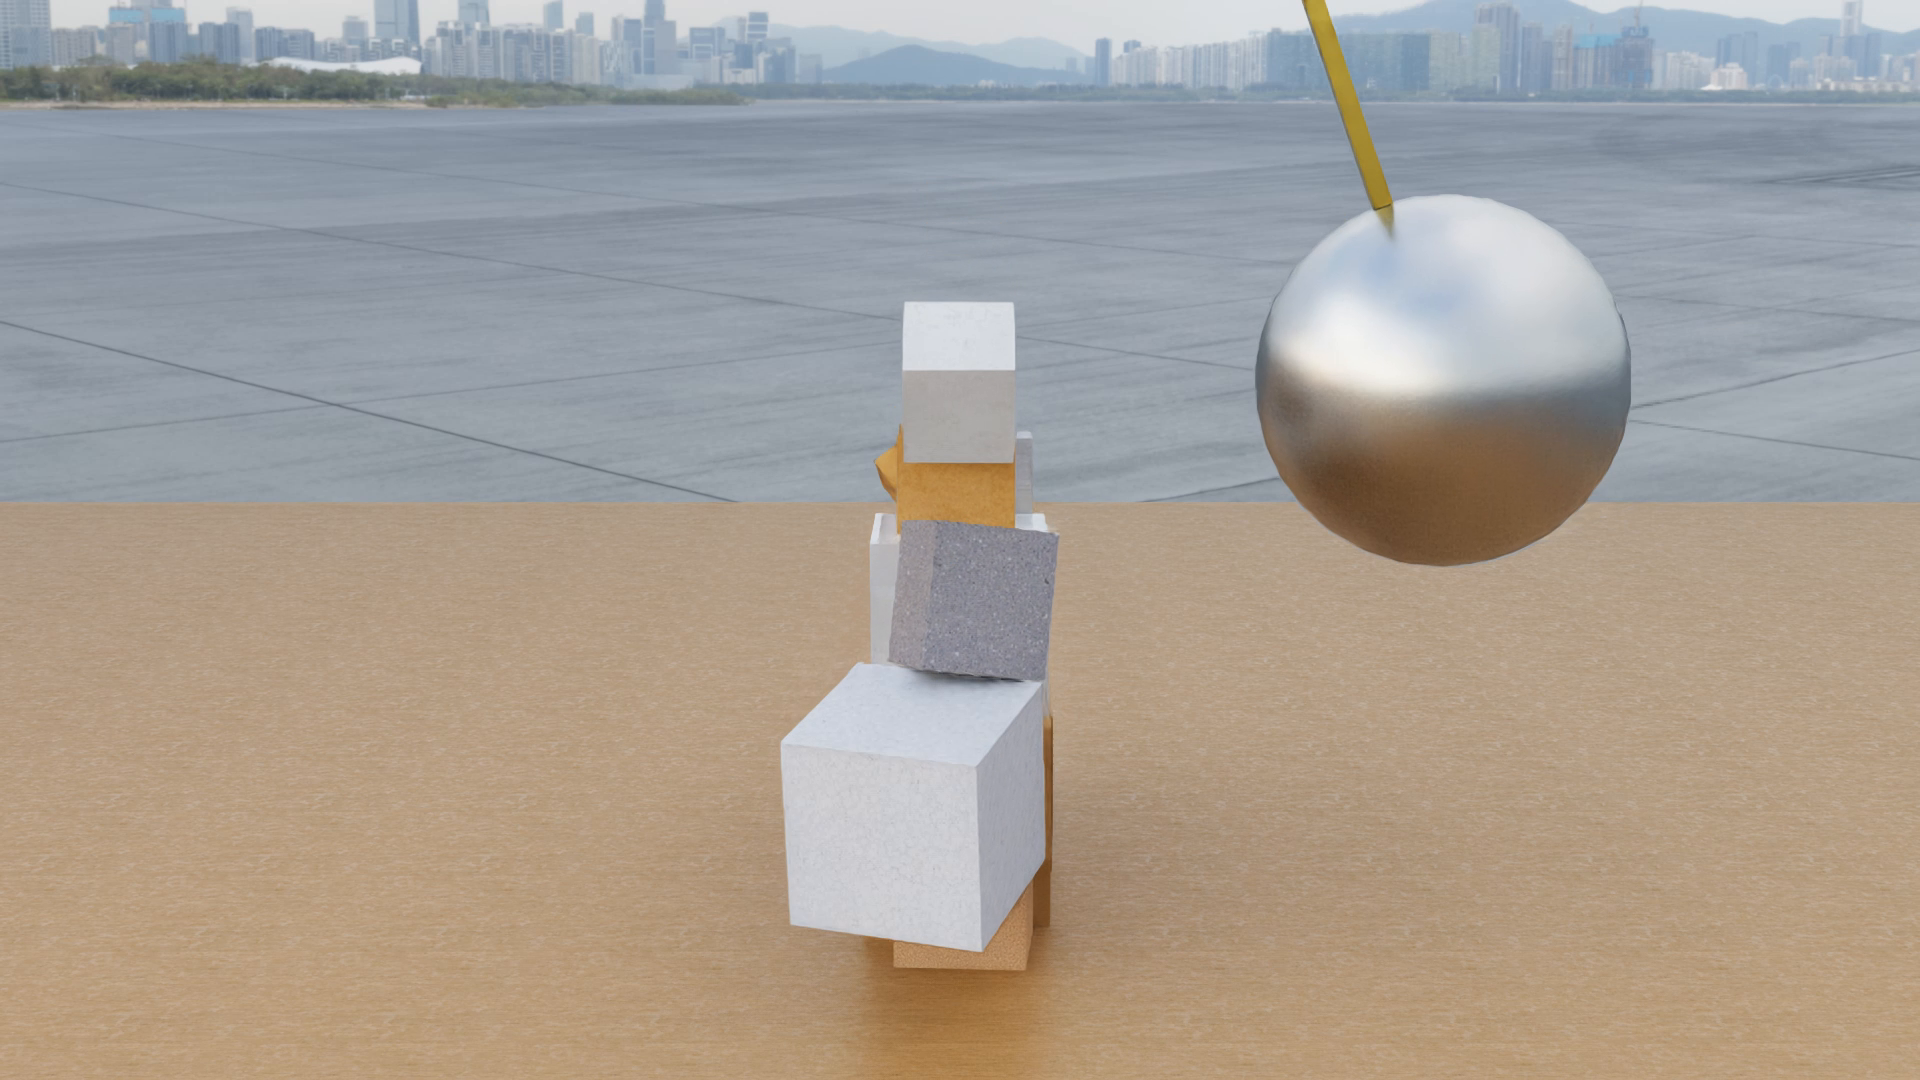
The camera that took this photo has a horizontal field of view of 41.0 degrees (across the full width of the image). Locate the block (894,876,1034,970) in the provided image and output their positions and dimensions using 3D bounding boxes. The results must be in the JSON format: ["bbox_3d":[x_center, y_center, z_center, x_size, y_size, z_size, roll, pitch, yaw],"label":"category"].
[{"bbox_3d":[0.020,1.420,10.401,0.527,0.485,0.510,1,10,5],"label":"block"}]

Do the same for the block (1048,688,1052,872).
[{"bbox_3d":[0.013,1.062,11.738,0.794,0.711,0.745,0,10,0],"label":"block"}]

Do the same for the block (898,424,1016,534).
[{"bbox_3d":[-0.015,-0.268,11.046,0.496,0.410,0.455,0,10,0],"label":"block"}]

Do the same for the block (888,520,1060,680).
[{"bbox_3d":[0.046,0.230,10.025,0.484,0.568,0.563,6,-1,-15],"label":"block"}]

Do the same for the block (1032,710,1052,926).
[{"bbox_3d":[-0.014,1.126,10.996,0.781,0.850,0.720,0,10,0],"label":"block"}]

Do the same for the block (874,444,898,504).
[{"bbox_3d":[-0.147,-0.288,11.570,0.333,0.296,0.364,-37,-16,-6],"label":"block"}]

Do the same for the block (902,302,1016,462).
[{"bbox_3d":[-0.004,-0.657,10.679,0.456,0.485,0.469,0,41,0],"label":"block"}]

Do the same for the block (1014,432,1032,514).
[{"bbox_3d":[0.037,-0.140,12.314,0.608,0.732,0.612,0,5,0],"label":"block"}]

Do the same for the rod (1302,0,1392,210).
[{"bbox_3d":[0.899,-3.823,10.485,0.080,5.200,0.080,-20,10,4],"label":"rod"}]

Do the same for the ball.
[{"bbox_3d":[2.074,-0.684,11.056,1.600,1.600,1.600,0,10,0],"label":"ball"}]

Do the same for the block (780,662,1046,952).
[{"bbox_3d":[-0.159,0.989,9.667,0.753,0.743,0.781,5,21,19],"label":"block"}]

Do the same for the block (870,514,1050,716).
[{"bbox_3d":[0.000,0.310,11.063,0.746,0.733,0.751,0,10,0],"label":"block"}]
